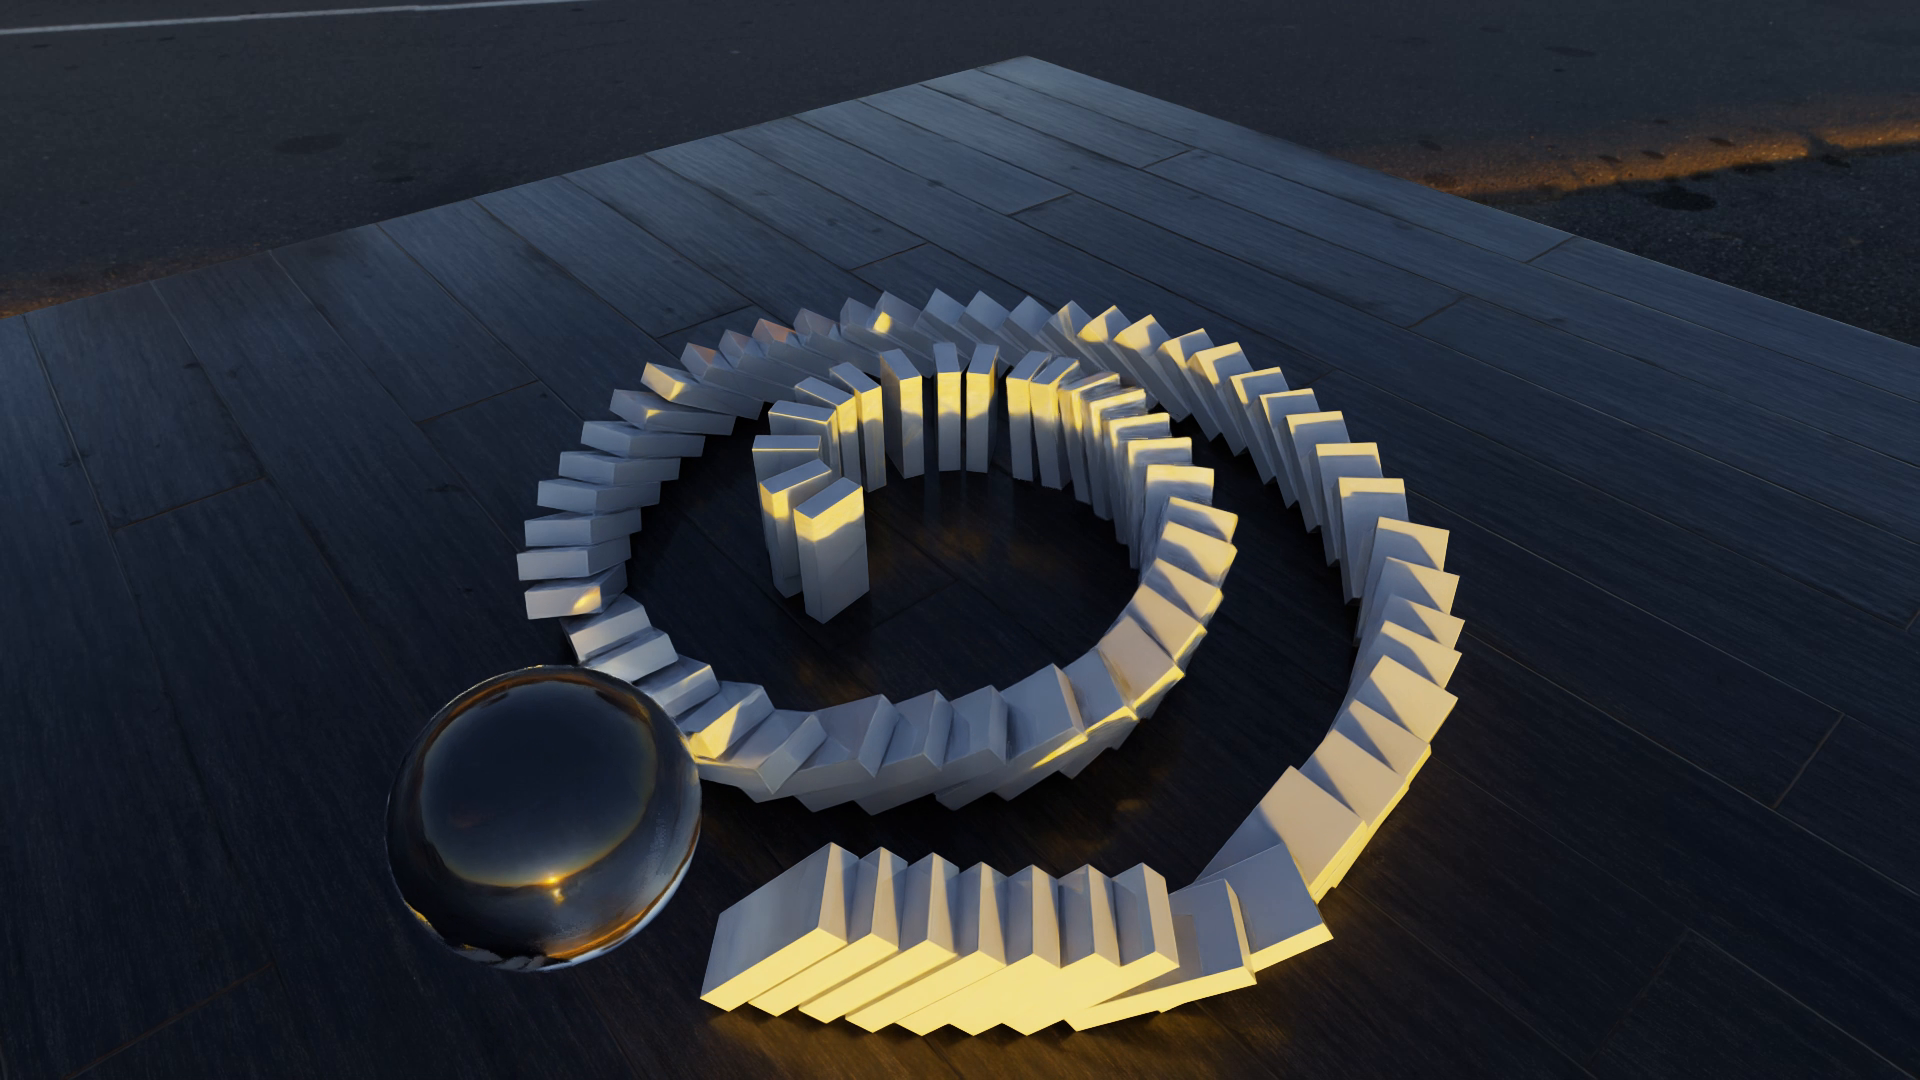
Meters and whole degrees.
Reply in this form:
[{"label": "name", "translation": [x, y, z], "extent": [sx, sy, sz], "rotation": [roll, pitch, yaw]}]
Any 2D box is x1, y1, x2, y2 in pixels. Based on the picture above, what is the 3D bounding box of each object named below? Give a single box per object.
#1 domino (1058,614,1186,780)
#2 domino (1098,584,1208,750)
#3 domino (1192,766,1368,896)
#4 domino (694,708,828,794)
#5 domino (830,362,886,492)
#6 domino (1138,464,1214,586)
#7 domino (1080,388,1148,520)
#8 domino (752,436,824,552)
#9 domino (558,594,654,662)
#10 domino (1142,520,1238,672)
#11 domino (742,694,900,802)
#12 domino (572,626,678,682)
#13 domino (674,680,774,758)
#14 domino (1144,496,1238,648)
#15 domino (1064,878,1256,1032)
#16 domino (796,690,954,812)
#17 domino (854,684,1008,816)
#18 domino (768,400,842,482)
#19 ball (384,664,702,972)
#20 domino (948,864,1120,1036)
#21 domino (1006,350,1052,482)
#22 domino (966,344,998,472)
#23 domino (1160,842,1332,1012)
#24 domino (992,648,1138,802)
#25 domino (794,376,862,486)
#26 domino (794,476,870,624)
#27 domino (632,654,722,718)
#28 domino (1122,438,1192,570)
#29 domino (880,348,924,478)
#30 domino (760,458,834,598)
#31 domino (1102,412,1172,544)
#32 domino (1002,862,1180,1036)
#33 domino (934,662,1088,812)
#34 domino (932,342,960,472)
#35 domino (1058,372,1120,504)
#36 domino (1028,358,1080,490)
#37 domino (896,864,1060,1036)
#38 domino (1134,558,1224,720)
[{"label": "domino", "translation": [0.046, 0.051, 0.358], "extent": [0.050, 0.010, 0.025], "rotation": [-44, 50, 5]}, {"label": "domino", "translation": [0.057, 0.042, 0.369], "extent": [0.025, 0.010, 0.050], "rotation": [37, 89, 35]}, {"label": "domino", "translation": [0.089, 0.092, 0.312], "extent": [0.050, 0.010, 0.025], "rotation": [-49, 53, -5]}, {"label": "domino", "translation": [-0.066, 0.064, 0.344], "extent": [0.050, 0.009, 0.025], "rotation": [-4, 32, 47]}, {"label": "domino", "translation": [-0.043, -0.048, 0.470], "extent": [0.009, 0.050, 0.025], "rotation": [-25, 46, -28]}, {"label": "domino", "translation": [0.082, -0.003, 0.420], "extent": [0.025, 0.050, 0.009], "rotation": [4, -4, 5]}, {"label": "domino", "translation": [0.066, -0.036, 0.456], "extent": [0.025, 0.050, 0.010], "rotation": [-15, 17, -18]}, {"label": "domino", "translation": [-0.066, -0.018, 0.433], "extent": [0.025, 0.050, 0.009], "rotation": [0, 39, 0]}, {"label": "domino", "translation": [-0.125, 0.030, 0.386], "extent": [0.025, 0.009, 0.050], "rotation": [-23, 11, -21]}, {"label": "domino", "translation": [0.077, 0.021, 0.393], "extent": [0.025, 0.010, 0.050], "rotation": [23, 85, 25]}, {"label": "domino", "translation": [-0.044, 0.065, 0.342], "extent": [0.050, 0.009, 0.025], "rotation": [-19, 33, 32]}, {"label": "domino", "translation": [-0.115, 0.039, 0.374], "extent": [0.025, 0.009, 0.050], "rotation": [-25, 12, -24]}, {"label": "domino", "translation": [-0.085, 0.057, 0.356], "extent": [0.050, 0.010, 0.025], "rotation": [-3, 27, 48]}, {"label": "domino", "translation": [0.082, 0.012, 0.405], "extent": [0.025, 0.009, 0.050], "rotation": [17, 83, 20]}, {"label": "domino", "translation": [0.050, 0.110, 0.291], "extent": [0.050, 0.009, 0.025], "rotation": [-23, 36, 18]}, {"label": "domino", "translation": [-0.027, 0.066, 0.342], "extent": [0.050, 0.010, 0.025], "rotation": [-23, 32, 27]}, {"label": "domino", "translation": [-0.009, 0.066, 0.343], "extent": [0.050, 0.009, 0.025], "rotation": [-26, 33, 23]}, {"label": "domino", "translation": [-0.062, -0.032, 0.450], "extent": [0.025, 0.050, 0.010], "rotation": [11, 41, 13]}, {"label": "ball", "translation": [-0.111, 0.074, 0.298], "extent": [0.080, 0.080, 0.080], "rotation": [0, 39, 0]}, {"label": "domino", "translation": [0.018, 0.107, 0.287], "extent": [0.050, 0.009, 0.025], "rotation": [-37, 29, 27]}, {"label": "domino", "translation": [0.031, -0.053, 0.476], "extent": [0.010, 0.050, 0.025], "rotation": [13, 41, 24]}, {"label": "domino", "translation": [0.010, -0.057, 0.481], "extent": [0.009, 0.050, 0.025], "rotation": [7, 40, 8]}, {"label": "domino", "translation": [0.071, 0.105, 0.298], "extent": [0.050, 0.009, 0.025], "rotation": [-28, 39, 11]}, {"label": "domino", "translation": [0.029, 0.059, 0.350], "extent": [0.050, 0.010, 0.025], "rotation": [-35, 43, 12]}, {"label": "domino", "translation": [-0.055, -0.041, 0.462], "extent": [0.025, 0.050, 0.010], "rotation": [27, 46, 29]}, {"label": "domino", "translation": [-0.047, 0.004, 0.406], "extent": [0.010, 0.050, 0.025], "rotation": [28, 47, 30]}, {"label": "domino", "translation": [-0.102, 0.048, 0.366], "extent": [0.025, 0.010, 0.050], "rotation": [-28, 17, -30]}, {"label": "domino", "translation": [0.079, -0.014, 0.433], "extent": [0.025, 0.050, 0.009], "rotation": [-4, 1, -5]}, {"label": "domino", "translation": [-0.025, -0.055, 0.478], "extent": [0.009, 0.050, 0.025], "rotation": [-15, 42, -18]}, {"label": "domino", "translation": [-0.060, -0.004, 0.416], "extent": [0.025, 0.050, 0.009], "rotation": [-25, 46, -28]}, {"label": "domino", "translation": [0.074, -0.025, 0.444], "extent": [0.025, 0.050, 0.010], "rotation": [-9, 7, -11]}, {"label": "domino", "translation": [0.032, 0.107, 0.287], "extent": [0.050, 0.010, 0.025], "rotation": [-37, 31, 26]}, {"label": "domino", "translation": [0.013, 0.062, 0.345], "extent": [0.050, 0.010, 0.025], "rotation": [-31, 43, 16]}, {"label": "domino", "translation": [-0.006, -0.058, 0.482], "extent": [0.010, 0.050, 0.025], "rotation": [-4, 39, -4]}, {"label": "domino", "translation": [0.058, -0.043, 0.464], "extent": [0.025, 0.050, 0.010], "rotation": [-23, 23, -25]}, {"label": "domino", "translation": [0.043, -0.050, 0.471], "extent": [0.010, 0.050, 0.025], "rotation": [14, 40, 33]}, {"label": "domino", "translation": [0.004, 0.107, 0.286], "extent": [0.010, 0.050, 0.025], "rotation": [37, 32, -24]}, {"label": "domino", "translation": [0.067, 0.034, 0.380], "extent": [0.025, 0.009, 0.050], "rotation": [29, 84, 31]}]
